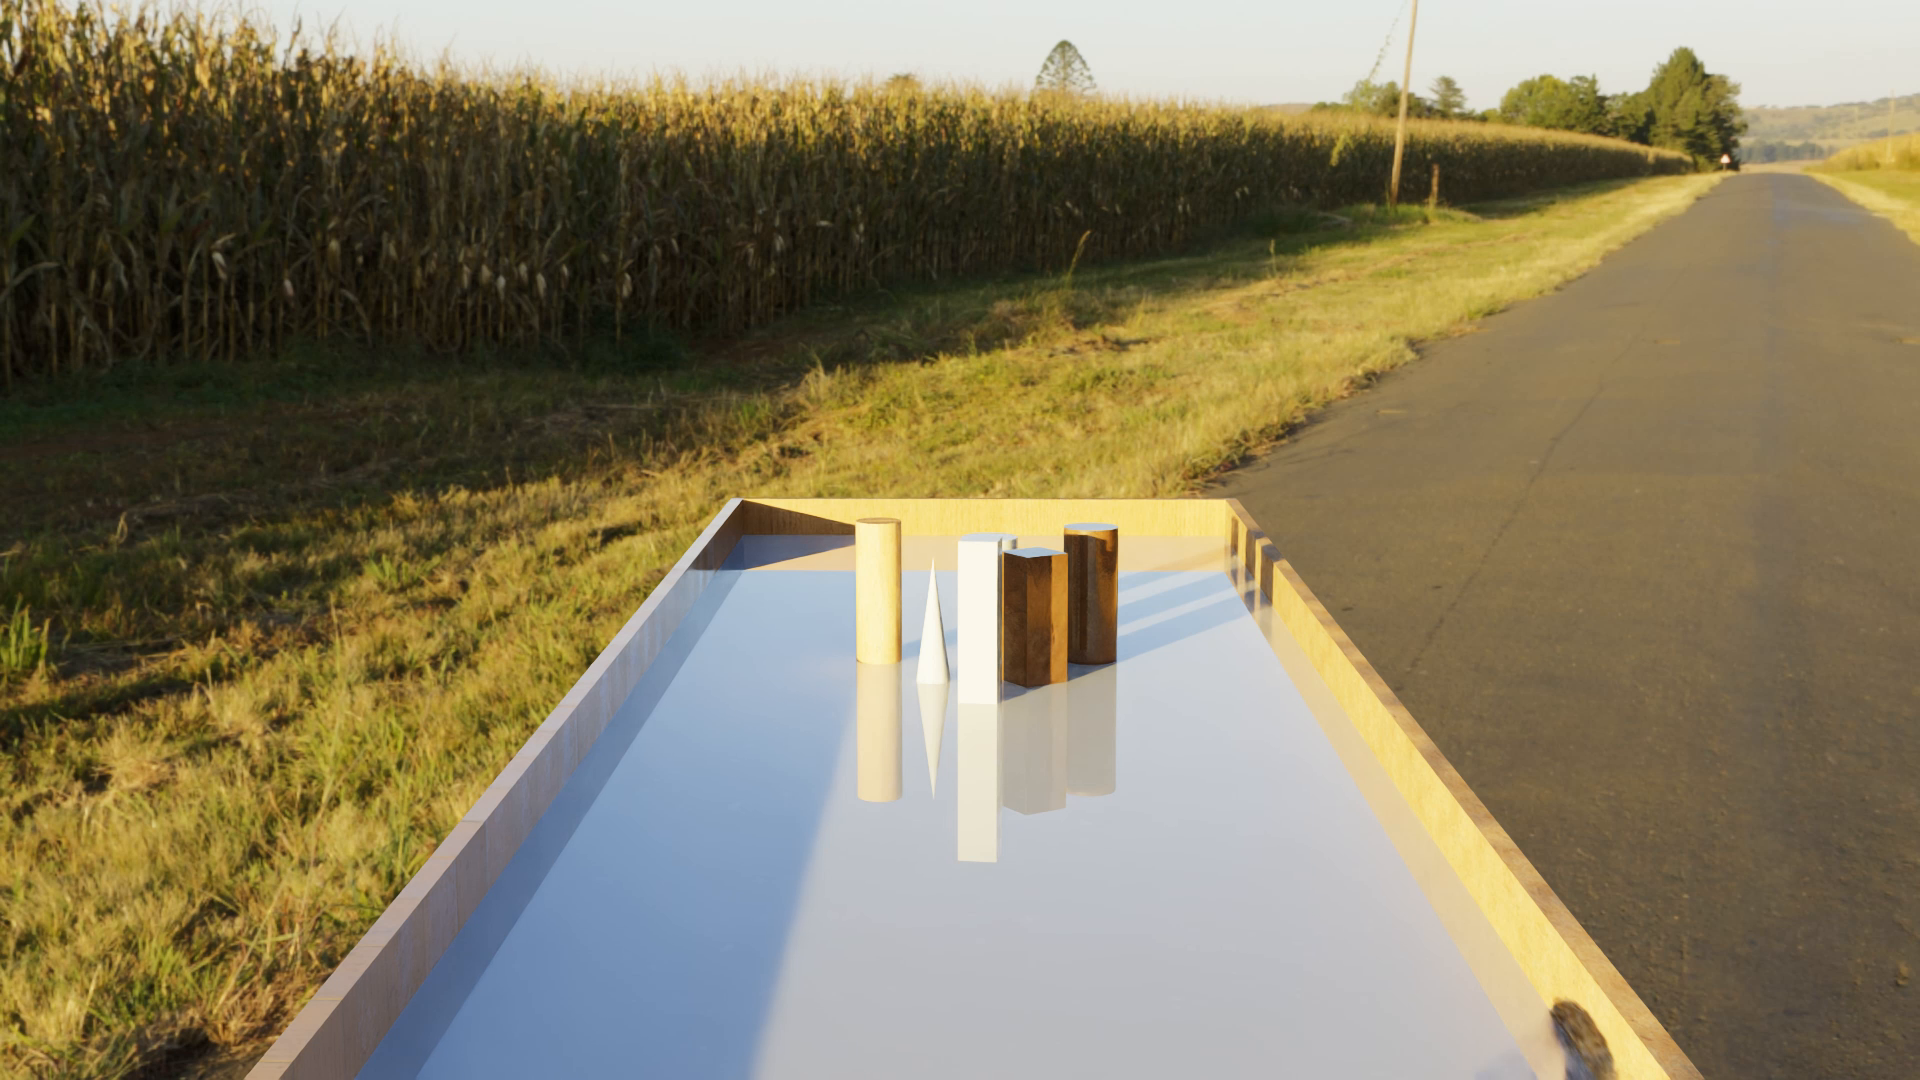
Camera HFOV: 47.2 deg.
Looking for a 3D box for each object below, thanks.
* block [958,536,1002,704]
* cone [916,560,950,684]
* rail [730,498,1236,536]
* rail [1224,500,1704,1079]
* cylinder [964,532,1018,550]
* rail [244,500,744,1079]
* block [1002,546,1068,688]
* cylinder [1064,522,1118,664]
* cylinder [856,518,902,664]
[{"bbox_3d":[0.057,0.222,6.149,0.109,0.456,0.109,1,9,9],"label":"block"},{"bbox_3d":[-0.077,0.230,6.398,0.101,0.364,0.101,0,9,0],"label":"cone"},{"bbox_3d":[0.099,-0.098,9.147,2.100,0.150,0.050,0,9,1],"label":"rail"},{"bbox_3d":[1.046,0.843,3.208,0.050,0.150,12.000,0,9,1],"label":"rail"},{"bbox_3d":[0.090,0.178,6.678,0.171,0.379,0.171,0,9,0],"label":"cylinder"},{"bbox_3d":[-1.004,0.839,3.234,0.050,0.150,12.000,0,9,1],"label":"rail"},{"bbox_3d":[0.212,0.222,6.394,0.143,0.379,0.143,-6,11,-33],"label":"block"},{"bbox_3d":[0.396,0.162,6.682,0.166,0.409,0.166,0,9,0],"label":"cylinder"},{"bbox_3d":[-0.246,0.153,6.674,0.139,0.428,0.139,0,9,0],"label":"cylinder"}]
